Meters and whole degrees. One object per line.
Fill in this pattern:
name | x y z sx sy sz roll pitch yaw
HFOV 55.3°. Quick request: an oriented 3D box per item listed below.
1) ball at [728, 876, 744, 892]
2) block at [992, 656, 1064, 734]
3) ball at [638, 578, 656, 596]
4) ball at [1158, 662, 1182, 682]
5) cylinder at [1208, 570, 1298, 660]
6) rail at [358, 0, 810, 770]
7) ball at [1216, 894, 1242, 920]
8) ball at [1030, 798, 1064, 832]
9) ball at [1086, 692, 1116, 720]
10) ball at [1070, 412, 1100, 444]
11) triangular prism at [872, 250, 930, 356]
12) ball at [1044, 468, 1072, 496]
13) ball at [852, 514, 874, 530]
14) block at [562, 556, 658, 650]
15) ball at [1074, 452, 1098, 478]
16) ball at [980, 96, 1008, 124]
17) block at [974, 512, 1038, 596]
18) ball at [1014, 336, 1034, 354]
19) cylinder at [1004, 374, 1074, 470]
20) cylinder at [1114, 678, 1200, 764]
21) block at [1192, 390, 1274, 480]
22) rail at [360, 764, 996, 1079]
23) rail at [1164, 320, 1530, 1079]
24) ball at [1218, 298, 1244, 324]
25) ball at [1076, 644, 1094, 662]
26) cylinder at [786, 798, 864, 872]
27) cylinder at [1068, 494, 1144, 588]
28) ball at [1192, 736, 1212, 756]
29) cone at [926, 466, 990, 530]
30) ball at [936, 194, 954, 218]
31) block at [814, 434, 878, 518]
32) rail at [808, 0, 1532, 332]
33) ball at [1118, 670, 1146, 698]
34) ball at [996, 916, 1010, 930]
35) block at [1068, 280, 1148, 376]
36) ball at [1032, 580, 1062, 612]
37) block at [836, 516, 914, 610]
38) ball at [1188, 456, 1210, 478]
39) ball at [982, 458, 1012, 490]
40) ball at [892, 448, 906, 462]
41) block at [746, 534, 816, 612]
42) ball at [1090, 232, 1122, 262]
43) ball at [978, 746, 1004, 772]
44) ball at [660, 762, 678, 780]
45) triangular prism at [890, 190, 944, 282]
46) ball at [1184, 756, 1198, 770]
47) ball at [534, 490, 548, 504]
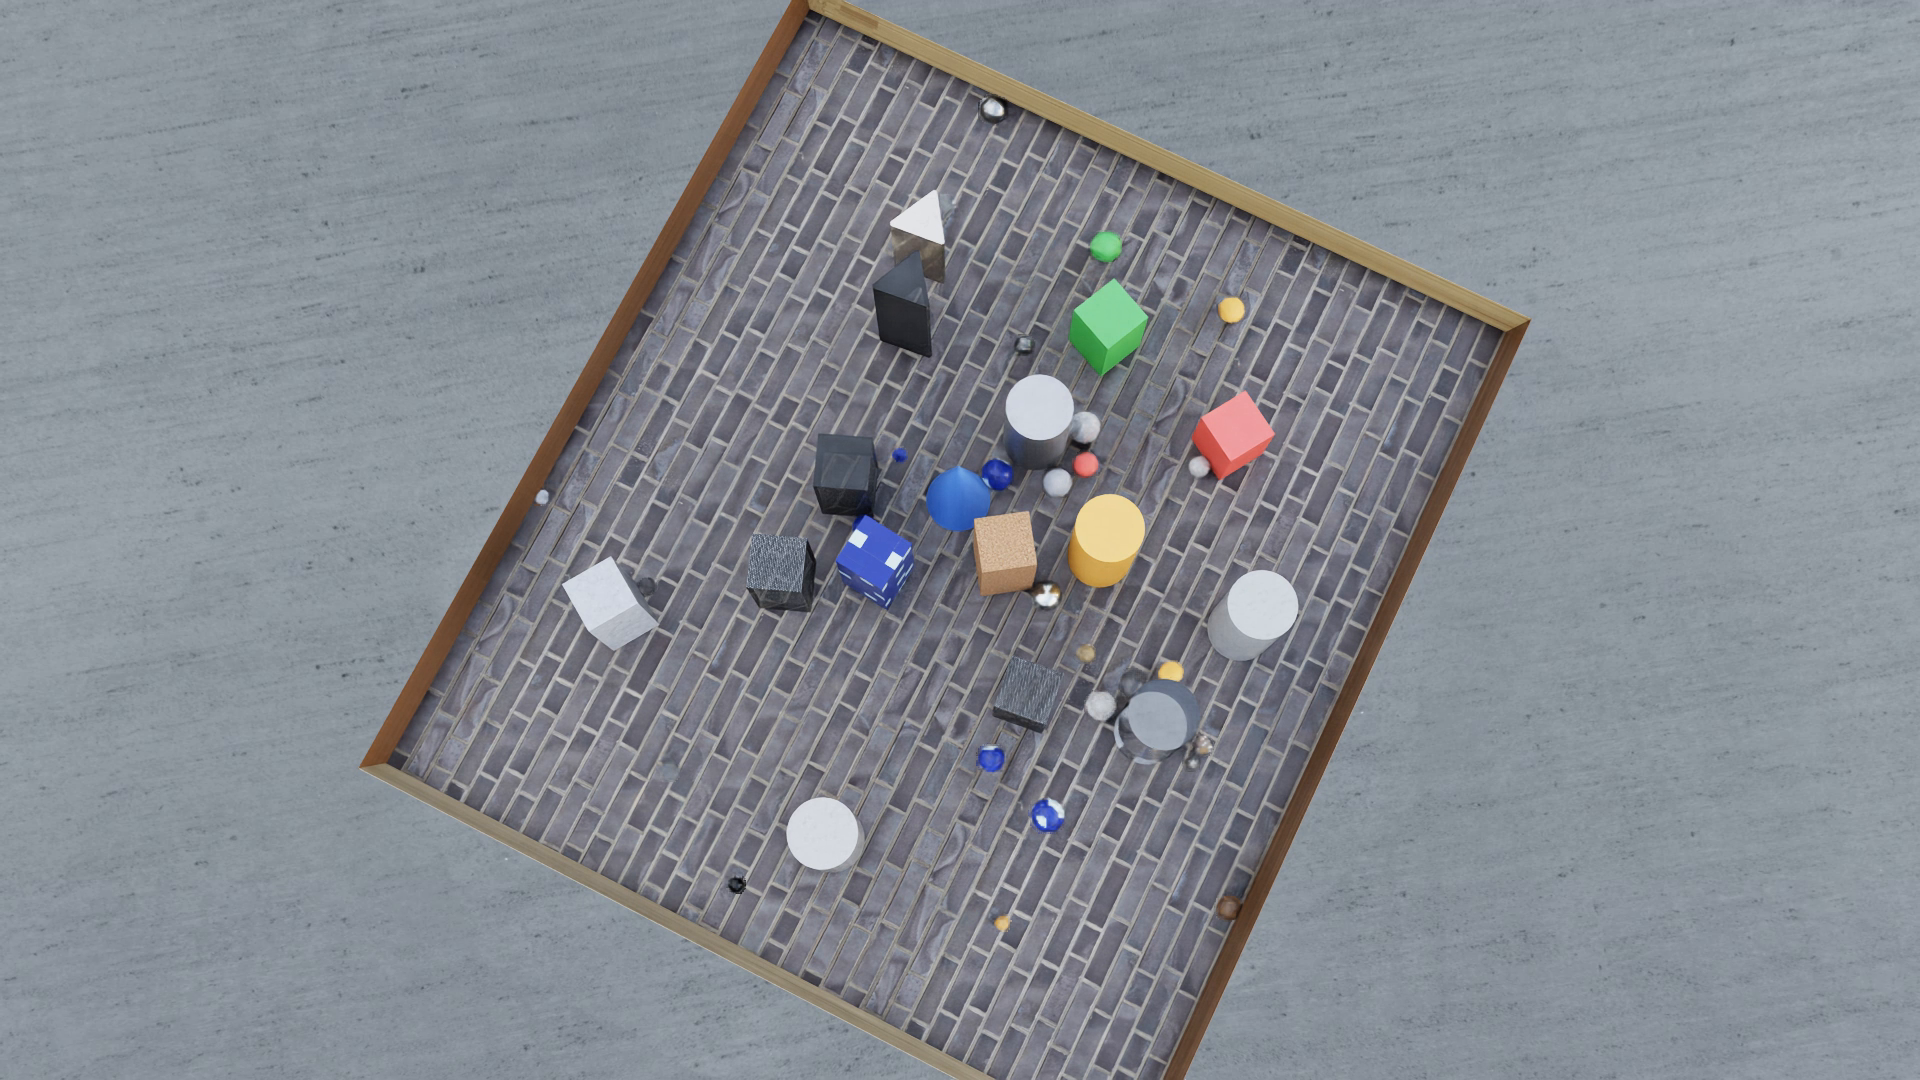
ball | -0.657 1.012 5.383 0.047 0.047 0.047 0 78 0
block | 0.198 0.457 5.391 0.158 0.257 0.158 20 79 4
ball | -0.948 0.141 5.560 0.054 0.054 0.054 0 78 0
ball | 0.632 0.401 5.497 0.072 0.072 0.072 0 78 0
cylinder | 0.849 0.225 5.349 0.198 0.433 0.198 0 78 0
rail | -1.110 -0.536 5.661 0.045 0.129 2.800 26 80 5
ball | 0.788 1.075 5.356 0.074 0.074 0.074 0 78 0
ball | 0.259 0.812 5.398 0.099 0.099 0.099 0 78 0
ball | 0.422 0.495 5.470 0.087 0.087 0.087 0 78 0
ball | 0.382 -0.345 5.638 0.098 0.098 0.098 0 78 0
triangular prism | -0.147 -0.720 5.517 0.171 0.487 0.148 19 79 4
ball | 0.299 -0.176 5.608 0.088 0.088 0.088 0 78 0
ball | -0.290 -0.041 5.586 0.076 0.076 0.076 0 78 0
block | -1.021 0.191 5.382 0.158 0.382 0.158 -30 80 -6
ball | 0.388 -0.231 5.626 0.075 0.075 0.075 0 78 0
ball | 0.108 -1.375 5.857 0.086 0.086 0.086 0 78 0
block | 0.130 0.044 5.409 0.158 0.389 0.158 -8 78 -2
ball | 0.200 -0.606 5.712 0.059 0.059 0.059 0 78 0
cylinder | 0.232 -0.349 5.503 0.198 0.364 0.198 0 78 0
cylinder | 0.561 0.527 5.268 0.198 0.470 0.198 0 78 0
block | 0.826 -0.315 5.559 0.158 0.241 0.158 -31 80 -6
rail | -0.616 1.212 5.299 2.528 0.129 0.045 26 80 5
rail | 1.110 0.550 5.436 0.045 0.129 2.800 26 80 5
ball | 0.846 -0.718 5.724 0.081 0.081 0.081 0 78 0
ball | 0.378 0.342 5.518 0.054 0.054 0.054 0 78 0
cylinder | -0.381 0.849 5.254 0.198 0.367 0.198 0 78 0
cylinder | 0.427 0.007 5.409 0.198 0.403 0.198 0 78 0
ball | 0.722 0.613 5.461 0.056 0.056 0.056 0 78 0
cone | -0.005 -0.168 5.431 0.198 0.432 0.198 0 78 0
ball | -0.057 -1.056 5.797 0.075 0.075 0.075 0 78 0
block | -0.338 -0.189 5.469 0.158 0.366 0.158 4 78 1
rail | 0.616 -1.199 5.798 2.528 0.129 0.045 26 80 5
ball | 0.517 0.434 5.483 0.086 0.086 0.086 0 78 0
ball | 0.124 1.121 5.363 0.042 0.042 0.042 0 78 0
block | 0.451 -0.647 5.607 0.158 0.280 0.158 -39 81 -7
ball | 0.262 0.168 5.533 0.095 0.095 0.095 0 78 0
block | -0.247 0.070 5.420 0.158 0.356 0.158 32 80 6
ball | 0.737 -0.225 5.630 0.066 0.066 0.066 0 78 0
ball | 0.113 -0.201 5.609 0.096 0.096 0.096 0 78 0
ball | -0.187 -0.261 5.649 0.043 0.043 0.043 0 78 0
block | -0.524 0.101 5.415 0.158 0.354 0.158 5 78 1
ball | 0.459 -0.921 5.758 0.096 0.096 0.096 0 78 0
ball | 0.094 0.650 5.442 0.079 0.079 0.079 0 78 0
ball | -0.864 0.687 5.446 0.057 0.057 0.057 0 78 0
triangular prism | -0.101 -0.943 5.635 0.171 0.346 0.148 21 79 4
ball | 0.690 0.666 5.457 0.042 0.042 0.042 0 78 0
ball | -1.285 -0.132 5.621 0.046 0.046 0.046 0 78 0
